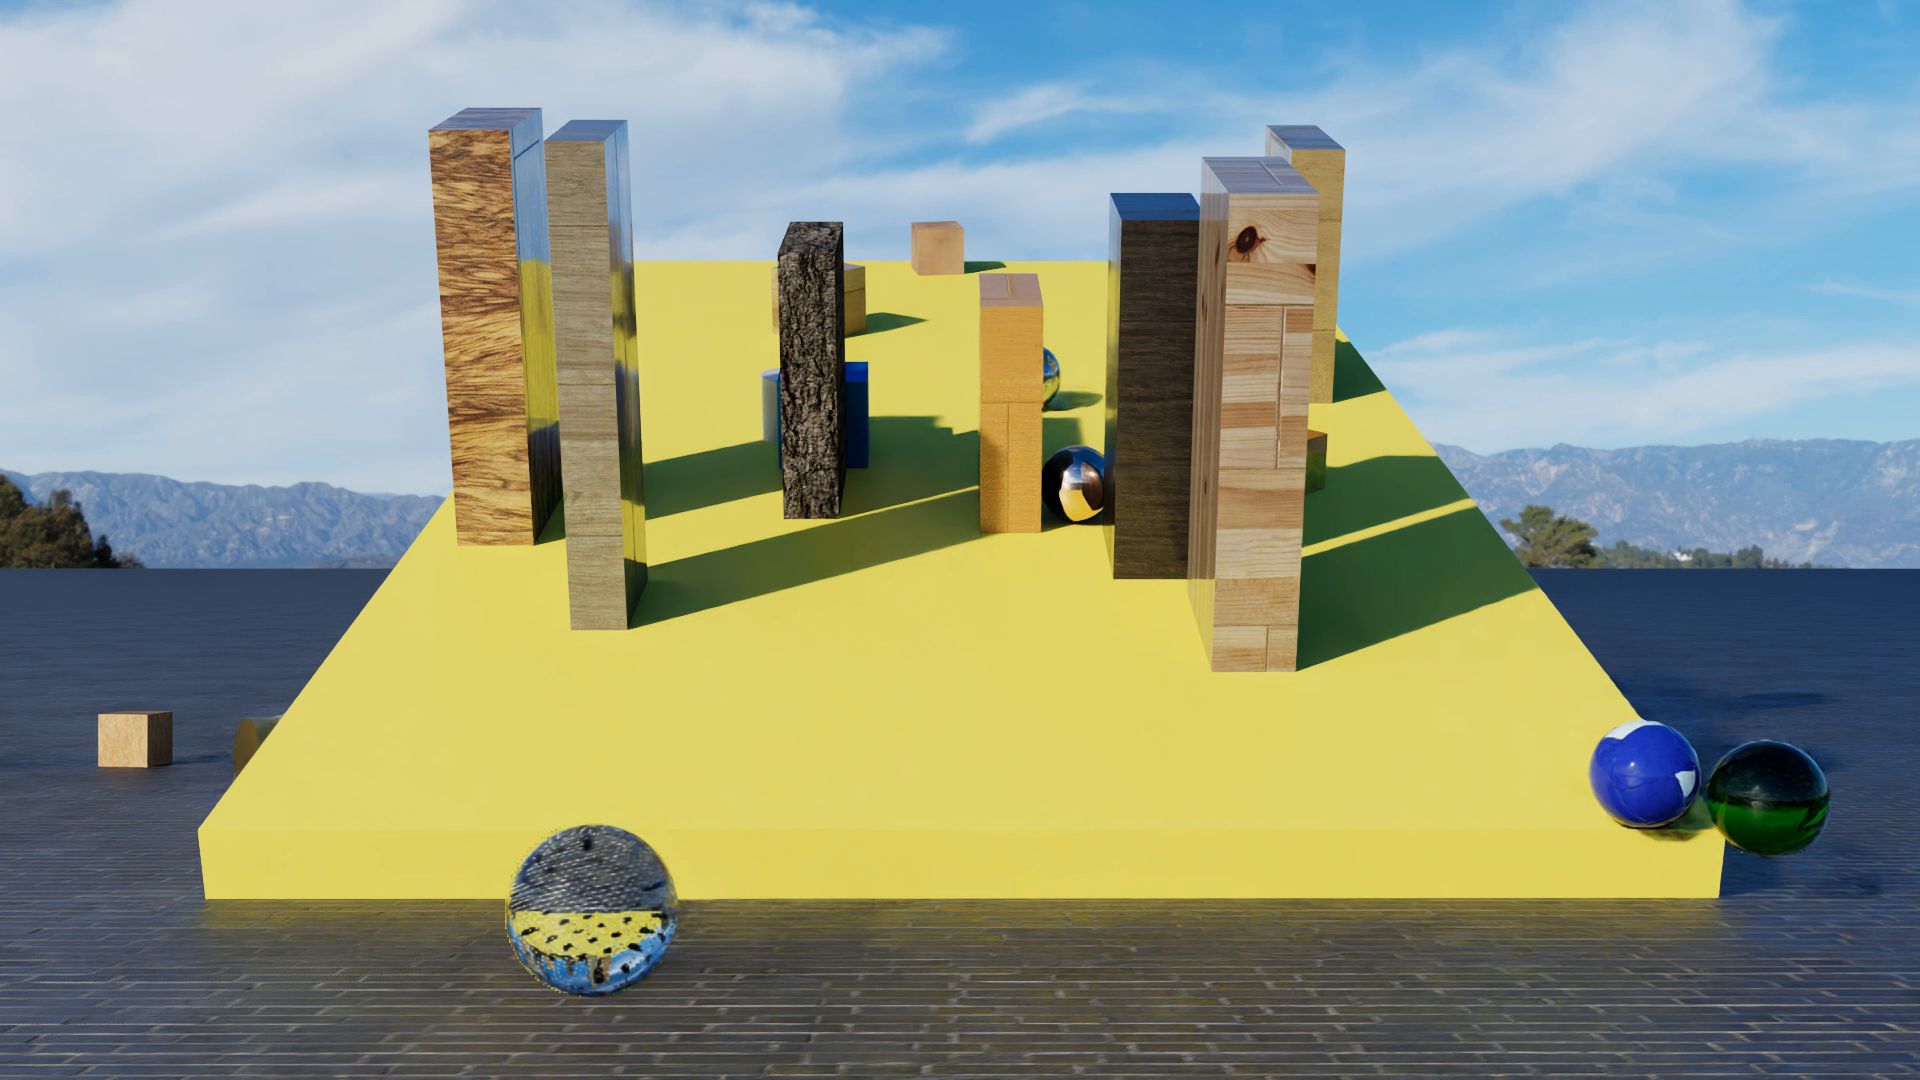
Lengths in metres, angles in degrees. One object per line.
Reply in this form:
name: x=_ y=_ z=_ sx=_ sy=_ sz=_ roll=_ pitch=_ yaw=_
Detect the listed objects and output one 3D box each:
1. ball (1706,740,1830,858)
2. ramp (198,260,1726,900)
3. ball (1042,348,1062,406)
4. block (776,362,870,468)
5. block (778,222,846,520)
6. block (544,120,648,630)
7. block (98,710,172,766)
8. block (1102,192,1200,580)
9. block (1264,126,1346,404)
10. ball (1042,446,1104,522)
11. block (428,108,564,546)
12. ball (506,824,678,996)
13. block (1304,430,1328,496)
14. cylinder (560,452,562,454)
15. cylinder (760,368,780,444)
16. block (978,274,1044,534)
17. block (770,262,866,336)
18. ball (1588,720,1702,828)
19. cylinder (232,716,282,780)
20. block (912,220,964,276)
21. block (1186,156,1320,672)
ball: x=1.033 y=0.330 z=2.854 sx=0.149 sy=0.149 sz=0.149 roll=0 pitch=-1 yaw=0
ramp: x=-0.003 y=-0.183 z=4.841 sx=2.000 sy=0.100 sz=4.000 roll=0 pitch=18 yaw=0
ball: x=0.154 y=-0.367 z=5.008 sx=0.148 sy=0.148 sz=0.148 roll=0 pitch=-1 yaw=0
block: x=-0.281 y=-0.260 z=4.617 sx=0.181 sy=0.181 sz=0.181 roll=0 pitch=18 yaw=-1
block: x=-0.282 y=-0.334 z=4.315 sx=0.104 sy=0.507 sz=0.347 roll=0 pitch=18 yaw=0
block: x=-0.589 y=-0.270 z=3.645 sx=0.092 sy=0.793 sz=0.258 roll=0 pitch=18 yaw=0
block: x=-1.813 y=0.437 z=4.912 sx=0.113 sy=0.113 sz=0.113 roll=0 pitch=-1 yaw=8
block: x=0.339 y=-0.275 z=3.933 sx=0.145 sy=0.629 sz=0.289 roll=0 pitch=18 yaw=0
block: x=0.787 y=-0.648 z=5.191 sx=0.118 sy=0.574 sz=0.424 roll=0 pitch=18 yaw=0
ball: x=0.222 y=-0.106 z=4.199 sx=0.145 sy=0.145 sz=0.145 roll=0 pitch=-1 yaw=0
block: x=-0.846 y=-0.396 z=4.108 sx=0.139 sy=0.751 sz=0.325 roll=0 pitch=18 yaw=0
ball: x=-0.378 y=0.380 z=2.302 sx=0.175 sy=0.175 sz=0.175 roll=0 pitch=-1 yaw=0
block: x=0.644 y=-0.156 z=4.409 sx=0.113 sy=0.113 sz=0.113 roll=16 pitch=24 yaw=41
cylinder: x=-0.755 y=-0.167 z=4.430 sx=0.118 sy=0.118 sz=0.118 roll=0 pitch=17 yaw=-17
cylinder: x=-0.356 y=-0.287 z=4.774 sx=0.138 sy=0.138 sz=0.138 roll=0 pitch=18 yaw=0
block: x=0.093 y=-0.264 z=4.228 sx=0.113 sy=0.428 sz=0.312 roll=0 pitch=18 yaw=0
block: x=-0.364 y=-0.619 z=5.756 sx=0.171 sy=0.171 sz=0.171 roll=14 pitch=23 yaw=37
ball: x=0.895 y=0.306 z=2.919 sx=0.142 sy=0.142 sz=0.142 roll=0 pitch=-1 yaw=0
cylinder: x=-1.152 y=0.395 z=3.889 sx=0.178 sy=0.178 sz=0.178 roll=0 pitch=-1 yaw=-34
block: x=-0.066 y=-0.858 z=6.564 sx=0.134 sy=0.134 sz=0.134 roll=-3 pitch=18 yaw=-10
block: x=0.455 y=-0.207 z=3.535 sx=0.130 sy=0.743 sz=0.382 roll=0 pitch=18 yaw=0
